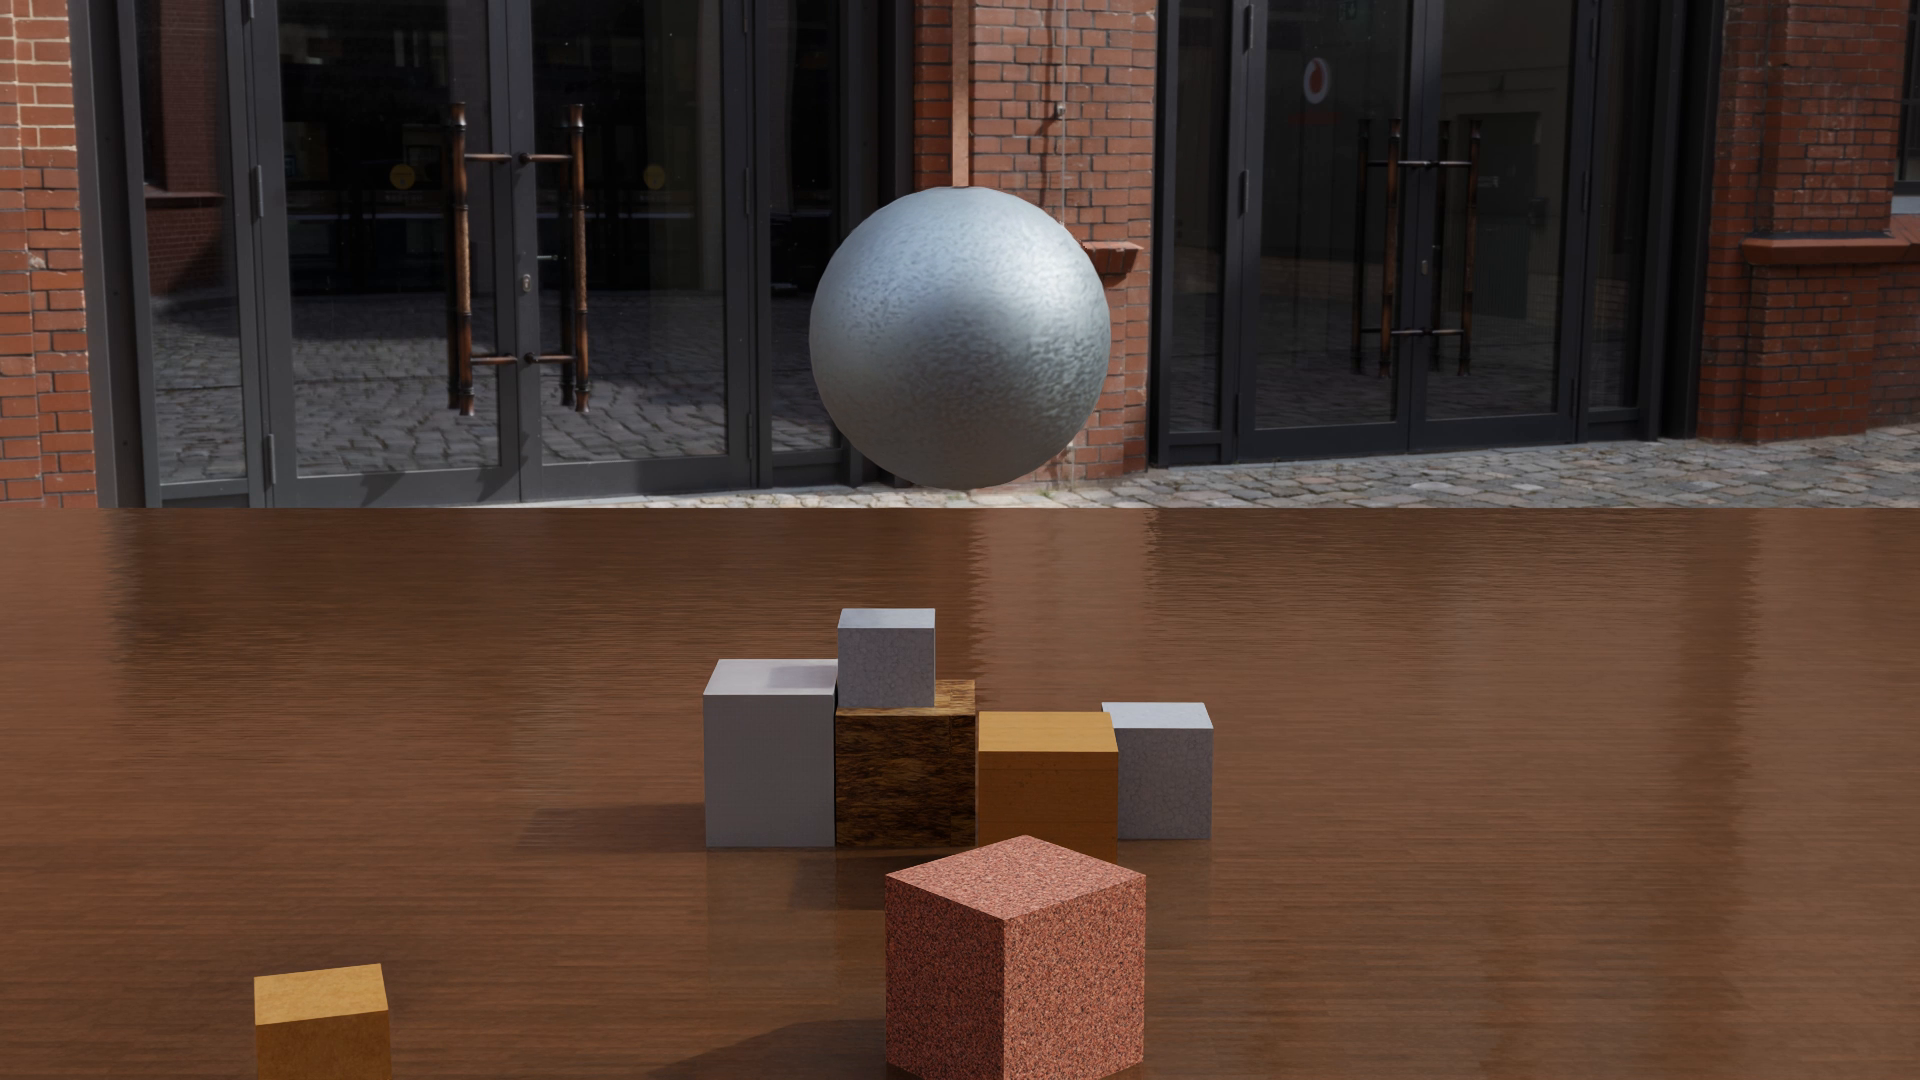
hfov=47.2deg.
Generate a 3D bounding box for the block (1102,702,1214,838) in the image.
[{"bbox_3d":[1.013,1.189,11.402,0.537,0.580,0.513,0,10,1],"label":"block"}]

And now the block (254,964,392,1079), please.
[{"bbox_3d":[-2.290,1.866,7.913,0.446,0.497,0.465,-3,11,-18],"label":"block"}]

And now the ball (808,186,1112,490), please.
[{"bbox_3d":[0.000,-1.063,11.613,1.600,1.600,1.600,0,10,0],"label":"ball"}]

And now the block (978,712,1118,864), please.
[{"bbox_3d":[0.412,1.269,10.555,0.644,0.727,0.715,0,10,1],"label":"block"}]

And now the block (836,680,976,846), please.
[{"bbox_3d":[-0.272,1.143,11.382,0.698,0.679,0.739,0,10,0],"label":"block"}]

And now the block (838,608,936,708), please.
[{"bbox_3d":[-0.373,0.602,11.307,0.485,0.410,0.461,0,10,0],"label":"block"}]

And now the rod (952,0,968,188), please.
[{"bbox_3d":[0.000,-4.328,10.664,0.080,5.200,0.080,0,16,0],"label":"rod"}]

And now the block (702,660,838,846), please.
[{"bbox_3d":[-0.955,1.088,11.375,0.647,0.789,0.761,0,10,0],"label":"block"}]

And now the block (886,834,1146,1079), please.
[{"bbox_3d":[0.211,1.643,8.425,0.735,0.753,0.665,-9,14,-41],"label":"block"}]
